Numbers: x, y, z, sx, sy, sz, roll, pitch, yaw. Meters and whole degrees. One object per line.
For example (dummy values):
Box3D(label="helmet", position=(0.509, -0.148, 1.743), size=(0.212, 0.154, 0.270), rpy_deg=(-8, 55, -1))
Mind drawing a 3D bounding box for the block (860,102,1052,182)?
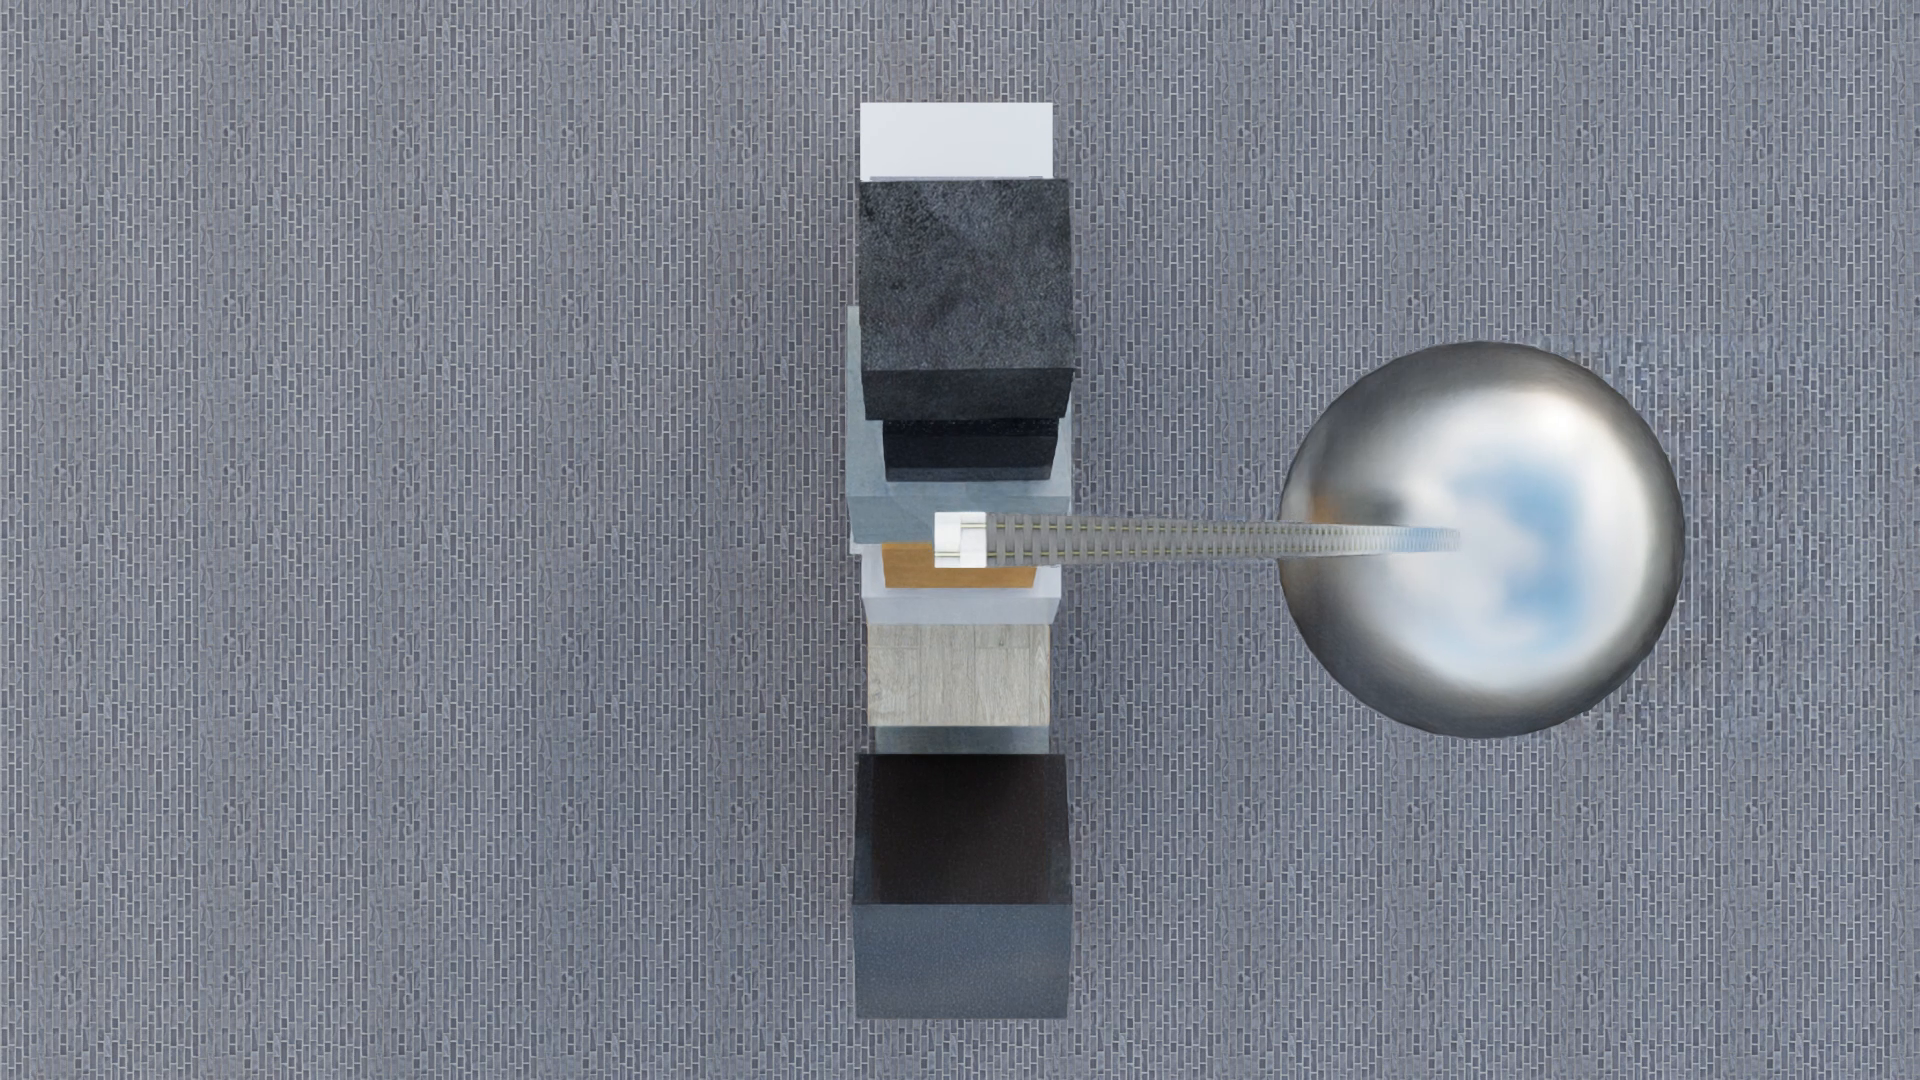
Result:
Box3D(label="block", position=(-0.019, -1.879, 12.543), size=(1.054, 0.914, 1.047), rpy_deg=(0, 90, 0))

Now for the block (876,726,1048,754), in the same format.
Box3D(label="block", position=(0.013, 0.870, 12.433), size=(0.928, 1.134, 0.928), rpy_deg=(0, 90, 0))

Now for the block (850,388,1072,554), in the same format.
Box3D(label="block", position=(0.004, -0.397, 10.643), size=(1.023, 0.960, 0.920), rpy_deg=(0, 90, 0))

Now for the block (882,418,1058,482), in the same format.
Box3D(label="block", position=(0.029, -0.575, 7.538), size=(0.576, 0.573, 0.622), rpy_deg=(0, 77, -1))

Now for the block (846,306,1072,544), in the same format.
Box3D(label="block", position=(-0.009, -0.414, 8.193), size=(0.793, 0.768, 0.704), rpy_deg=(0, 77, -1))

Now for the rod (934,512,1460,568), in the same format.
Box3D(label="rod", position=(0.899, 0.000, 5.640), size=(0.080, 5.200, 0.080), rpy_deg=(0, 90, 20))

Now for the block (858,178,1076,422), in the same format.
Box3D(label="block", position=(0.015, -0.755, 7.008), size=(0.652, 0.541, 0.613), rpy_deg=(-1, 77, -1))

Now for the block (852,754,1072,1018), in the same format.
Box3D(label="block", position=(0.012, 1.798, 11.438), size=(1.082, 1.001, 0.918), rpy_deg=(0, 131, 0))

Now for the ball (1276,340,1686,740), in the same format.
Box3D(label="ball", position=(2.074, 0.000, 8.830), size=(1.600, 1.600, 1.600), rpy_deg=(0, 90, 0))

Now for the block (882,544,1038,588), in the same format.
Box3D(label="block", position=(0.000, -0.246, 8.940), size=(0.617, 0.764, 0.746), rpy_deg=(0, 77, -1))

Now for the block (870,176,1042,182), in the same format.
Box3D(label="block", position=(-0.021, -1.346, 11.585), size=(0.870, 1.002, 0.974), rpy_deg=(0, 90, 0))

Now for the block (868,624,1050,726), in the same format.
Box3D(label="block", position=(-0.005, 0.467, 10.529), size=(0.830, 0.886, 0.771), rpy_deg=(0, 90, 0))

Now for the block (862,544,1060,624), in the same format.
Box3D(label="block", position=(0.005, -0.089, 9.708), size=(0.838, 0.773, 0.817), rpy_deg=(0, 79, 0))
